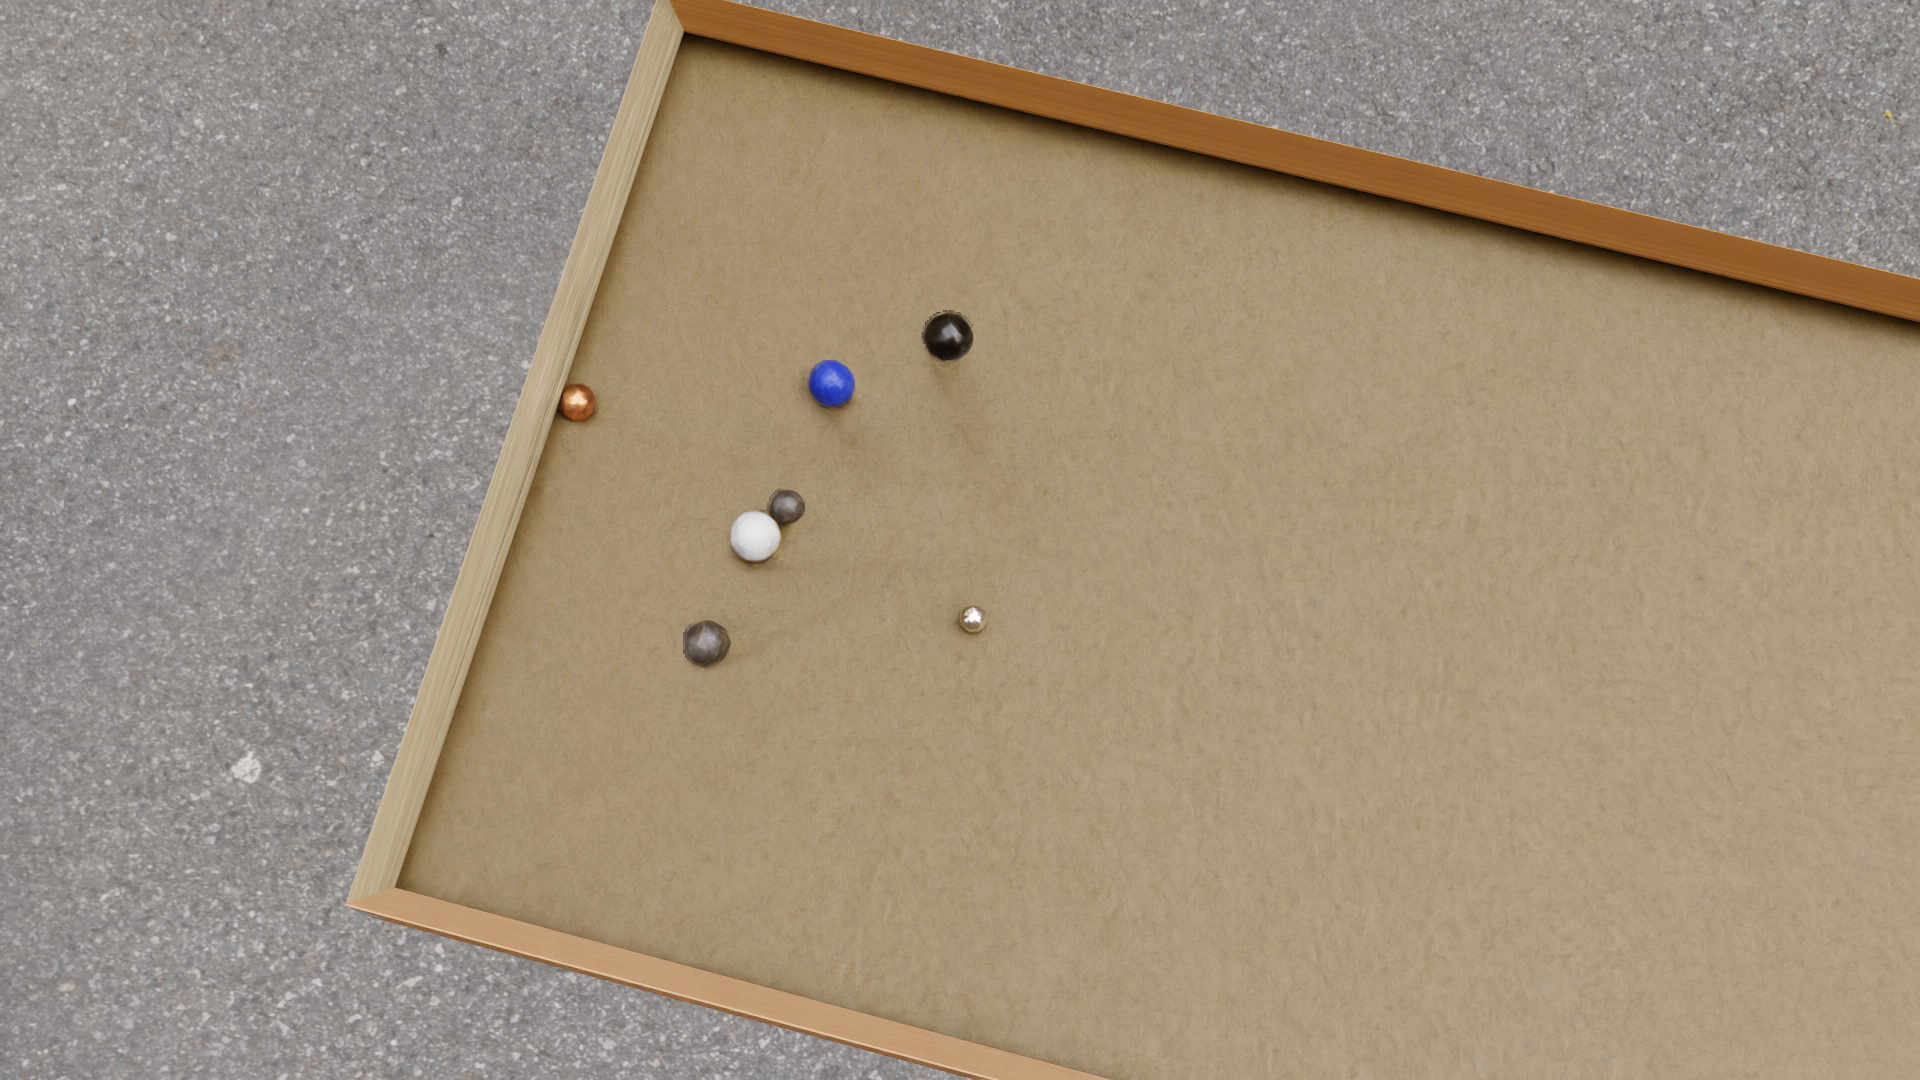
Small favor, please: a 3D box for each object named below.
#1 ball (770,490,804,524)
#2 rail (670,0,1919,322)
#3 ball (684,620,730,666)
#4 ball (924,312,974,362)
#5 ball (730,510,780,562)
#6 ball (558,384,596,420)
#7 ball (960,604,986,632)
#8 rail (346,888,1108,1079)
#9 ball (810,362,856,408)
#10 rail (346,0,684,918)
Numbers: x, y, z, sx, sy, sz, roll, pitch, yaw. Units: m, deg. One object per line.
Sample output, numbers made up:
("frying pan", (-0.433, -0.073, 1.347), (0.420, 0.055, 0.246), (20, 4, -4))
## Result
("ball", (-0.268, -0.052, 3.410), (0.054, 0.054, 0.054), (0, 73, 0))
("rail", (0.876, -0.528, 3.532), (2.833, 0.102, 0.045), (14, 73, 4))
("ball", (-0.384, 0.157, 3.337), (0.069, 0.069, 0.069), (0, 73, 0))
("ball", (-0.018, -0.320, 3.481), (0.078, 0.078, 0.078), (0, 73, 0))
("ball", (-0.315, -0.006, 3.383), (0.078, 0.078, 0.078), (0, 73, 0))
("ball", (-0.602, -0.217, 3.459), (0.058, 0.058, 0.058), (0, 73, 0))
("ball", (0.020, 0.120, 3.363), (0.042, 0.042, 0.042), (0, 73, 0))
("rail", (0.494, 0.860, 3.101), (2.833, 0.102, 0.045), (14, 73, 4))
("ball", (-0.201, -0.245, 3.460), (0.072, 0.072, 0.072), (0, 73, 0))
("rail", (-0.662, -0.172, 3.421), (0.045, 0.102, 1.550), (14, 73, 4))
